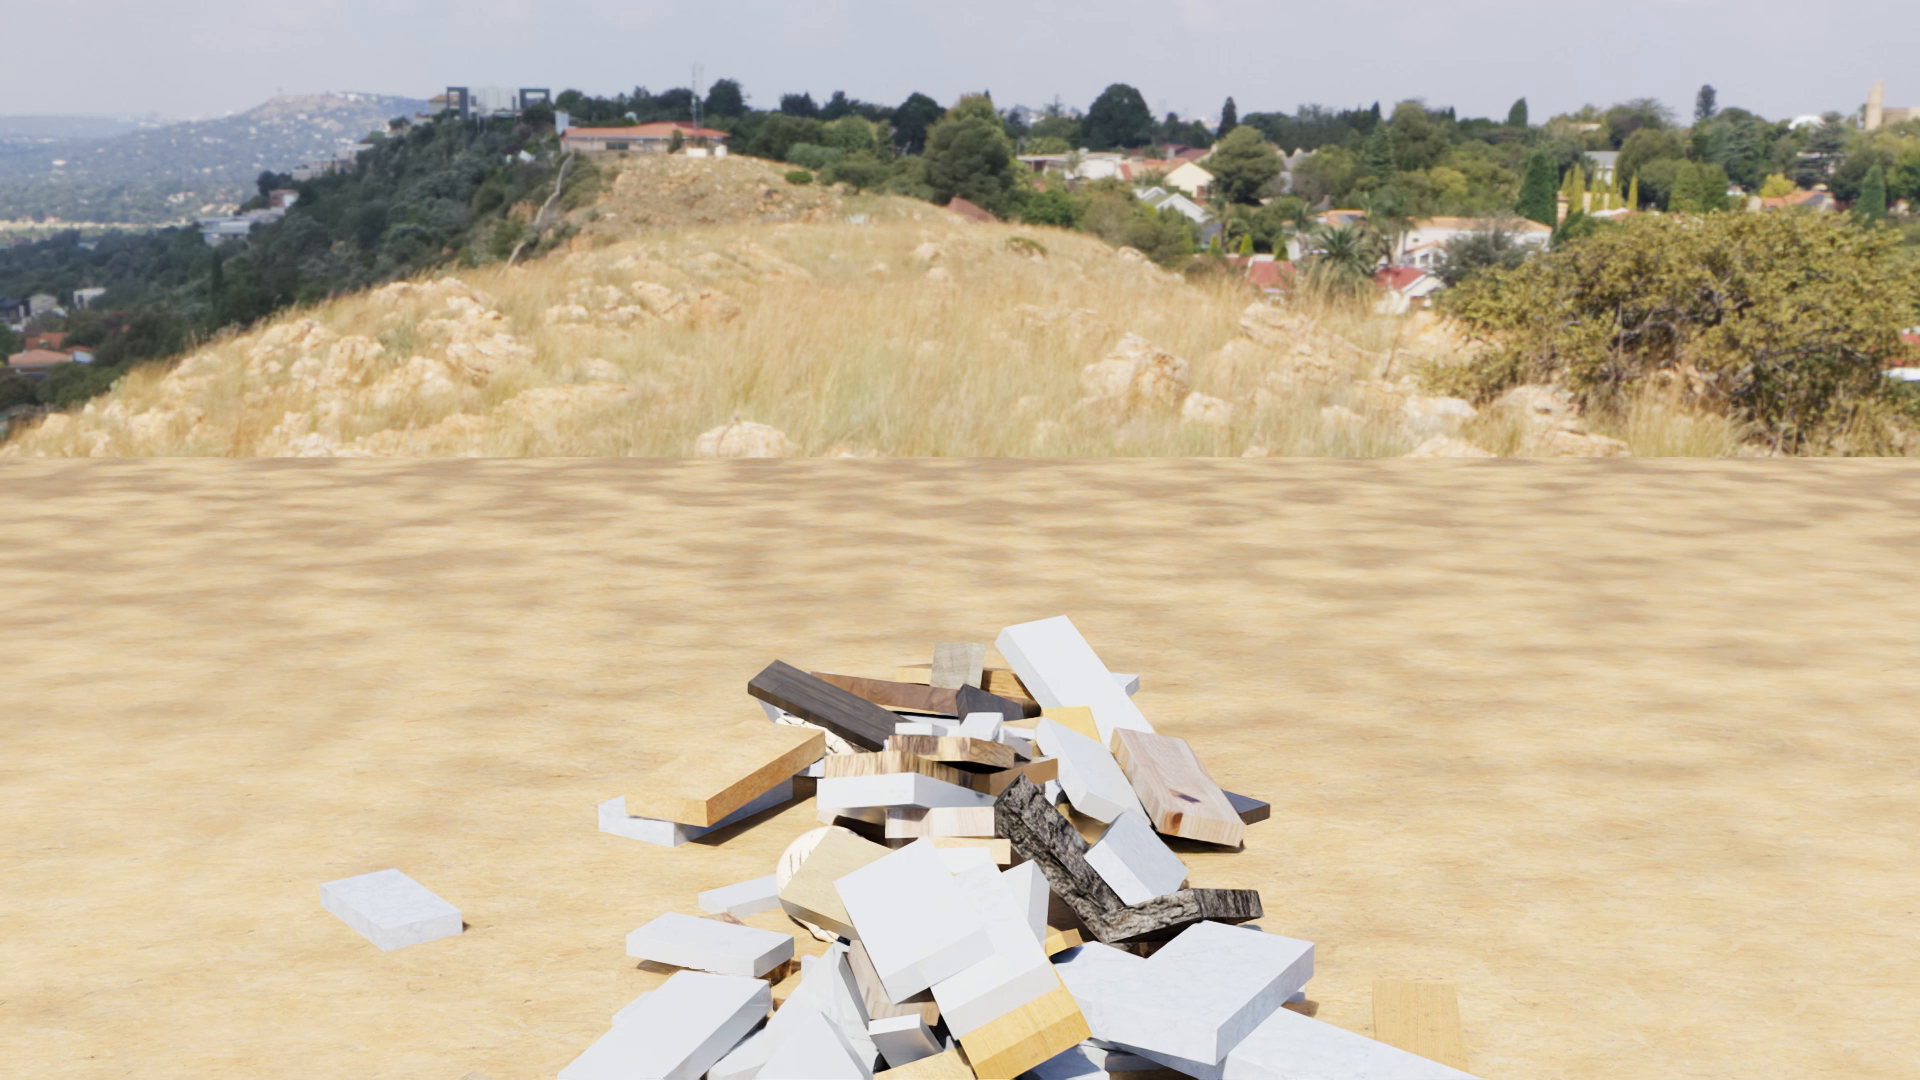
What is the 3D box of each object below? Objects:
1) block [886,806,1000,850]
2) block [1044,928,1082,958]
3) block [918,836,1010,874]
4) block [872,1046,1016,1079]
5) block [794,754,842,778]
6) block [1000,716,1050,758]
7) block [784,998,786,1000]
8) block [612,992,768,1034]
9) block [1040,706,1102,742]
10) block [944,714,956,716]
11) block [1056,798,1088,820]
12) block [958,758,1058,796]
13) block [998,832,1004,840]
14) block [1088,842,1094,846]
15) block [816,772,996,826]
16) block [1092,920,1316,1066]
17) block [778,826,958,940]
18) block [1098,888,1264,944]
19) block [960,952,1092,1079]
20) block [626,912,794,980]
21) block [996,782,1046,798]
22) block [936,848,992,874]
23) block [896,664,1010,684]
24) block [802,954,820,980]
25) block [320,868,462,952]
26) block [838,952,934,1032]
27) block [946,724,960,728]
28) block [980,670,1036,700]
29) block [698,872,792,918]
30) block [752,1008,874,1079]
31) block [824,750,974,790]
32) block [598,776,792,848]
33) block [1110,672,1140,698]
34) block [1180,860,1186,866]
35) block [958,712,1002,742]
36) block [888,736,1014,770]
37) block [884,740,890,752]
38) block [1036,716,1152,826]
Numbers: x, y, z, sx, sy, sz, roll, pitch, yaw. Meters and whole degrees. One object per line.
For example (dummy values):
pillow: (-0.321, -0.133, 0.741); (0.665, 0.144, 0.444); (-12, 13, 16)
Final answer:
block: (-0.016, 0.504, 3.435); (0.163, 0.046, 0.326); (-2, -30, 4)
block: (0.087, 0.601, 3.139); (0.166, 0.024, 0.083); (-27, -14, 14)
block: (-0.004, 0.531, 3.395); (0.138, 0.039, 0.276); (3, -30, -3)
block: (-0.037, 0.716, 2.803); (0.234, 0.033, 0.117); (-8, 32, -37)
block: (-0.260, 0.430, 4.197); (0.192, 0.023, 0.080); (2, 11, 12)
block: (0.124, 0.382, 4.207); (0.213, 0.030, 0.107); (-3, 22, -45)
block: (-0.211, 0.664, 3.158); (0.095, 0.014, 0.048); (-7, 12, -32)
block: (-0.381, 0.681, 3.103); (0.194, 0.028, 0.097); (4, 11, 21)
block: (0.229, 0.408, 4.307); (0.099, 0.028, 0.198); (-3, 41, -14)
block: (0.018, 0.388, 4.664); (0.118, 0.034, 0.478); (0, 11, 2)
block: (0.197, 0.491, 4.120); (0.212, 0.030, 0.106); (-5, 12, -24)
block: (0.049, 0.399, 3.720); (0.130, 0.037, 0.359); (-1, -1, 20)
block: (-0.008, 0.508, 3.621); (0.163, 0.046, 0.326); (0, -14, 1)
block: (0.268, 0.548, 3.857); (0.050, 0.014, 0.101); (-7, 13, -34)
block: (-0.073, 0.413, 3.436); (0.163, 0.046, 0.326); (-7, -16, 24)
block: (0.333, 0.604, 2.965); (0.174, 0.049, 0.348); (7, 12, 29)
block: (-0.109, 0.514, 3.150); (0.276, 0.039, 0.138); (16, 51, 32)
block: (0.334, 0.561, 3.284); (0.149, 0.042, 0.298); (-20, -17, 22)
block: (0.054, 0.595, 2.885); (0.151, 0.043, 0.302); (-27, 21, -6)
block: (-0.375, 0.609, 3.303); (0.226, 0.032, 0.113); (5, 12, 27)
block: (0.071, 0.438, 3.796); (0.120, 0.034, 0.240); (1, -1, 11)
block: (-0.013, 0.541, 3.330); (0.138, 0.039, 0.276); (-2, -32, 5)
block: (-0.016, 0.308, 5.002); (0.237, 0.034, 0.118); (2, 2, 36)
block: (-0.192, 0.647, 3.220); (0.015, 0.052, 0.104); (-10, 15, -44)
block: (-0.919, 0.594, 3.546); (0.131, 0.037, 0.261); (-8, 13, -37)
block: (-0.100, 0.608, 2.955); (0.090, 0.025, 0.179); (9, 14, -18)
block: (0.042, 0.390, 4.309); (0.080, 0.023, 0.159); (42, 27, 27)
block: (0.154, 0.320, 4.717); (0.175, 0.050, 0.351); (5, -5, 26)
block: (-0.336, 0.586, 3.622); (0.169, 0.024, 0.085); (-8, 13, -38)
block: (-0.175, 0.700, 2.712); (0.148, 0.042, 0.296); (-47, 20, -5)
block: (-0.093, 0.370, 3.438); (0.131, 0.037, 0.261); (-7, -16, 24)
block: (-0.488, 0.486, 4.092); (0.175, 0.050, 0.351); (7, 12, 32)
block: (0.277, 0.326, 4.996); (0.237, 0.034, 0.118); (4, 11, 20)
block: (0.326, 0.562, 3.779); (0.109, 0.015, 0.054); (-4, 11, -20)
block: (0.033, 0.307, 3.602); (0.057, 0.016, 0.113); (-1, 12, 10)
block: (-0.011, 0.341, 3.523); (0.131, 0.037, 0.261); (-1, -9, 17)
block: (-0.078, 0.448, 4.124); (0.097, 0.027, 0.194); (-2, 38, -13)
block: (0.241, 0.435, 4.052); (0.146, 0.041, 0.292); (26, 14, -23)
